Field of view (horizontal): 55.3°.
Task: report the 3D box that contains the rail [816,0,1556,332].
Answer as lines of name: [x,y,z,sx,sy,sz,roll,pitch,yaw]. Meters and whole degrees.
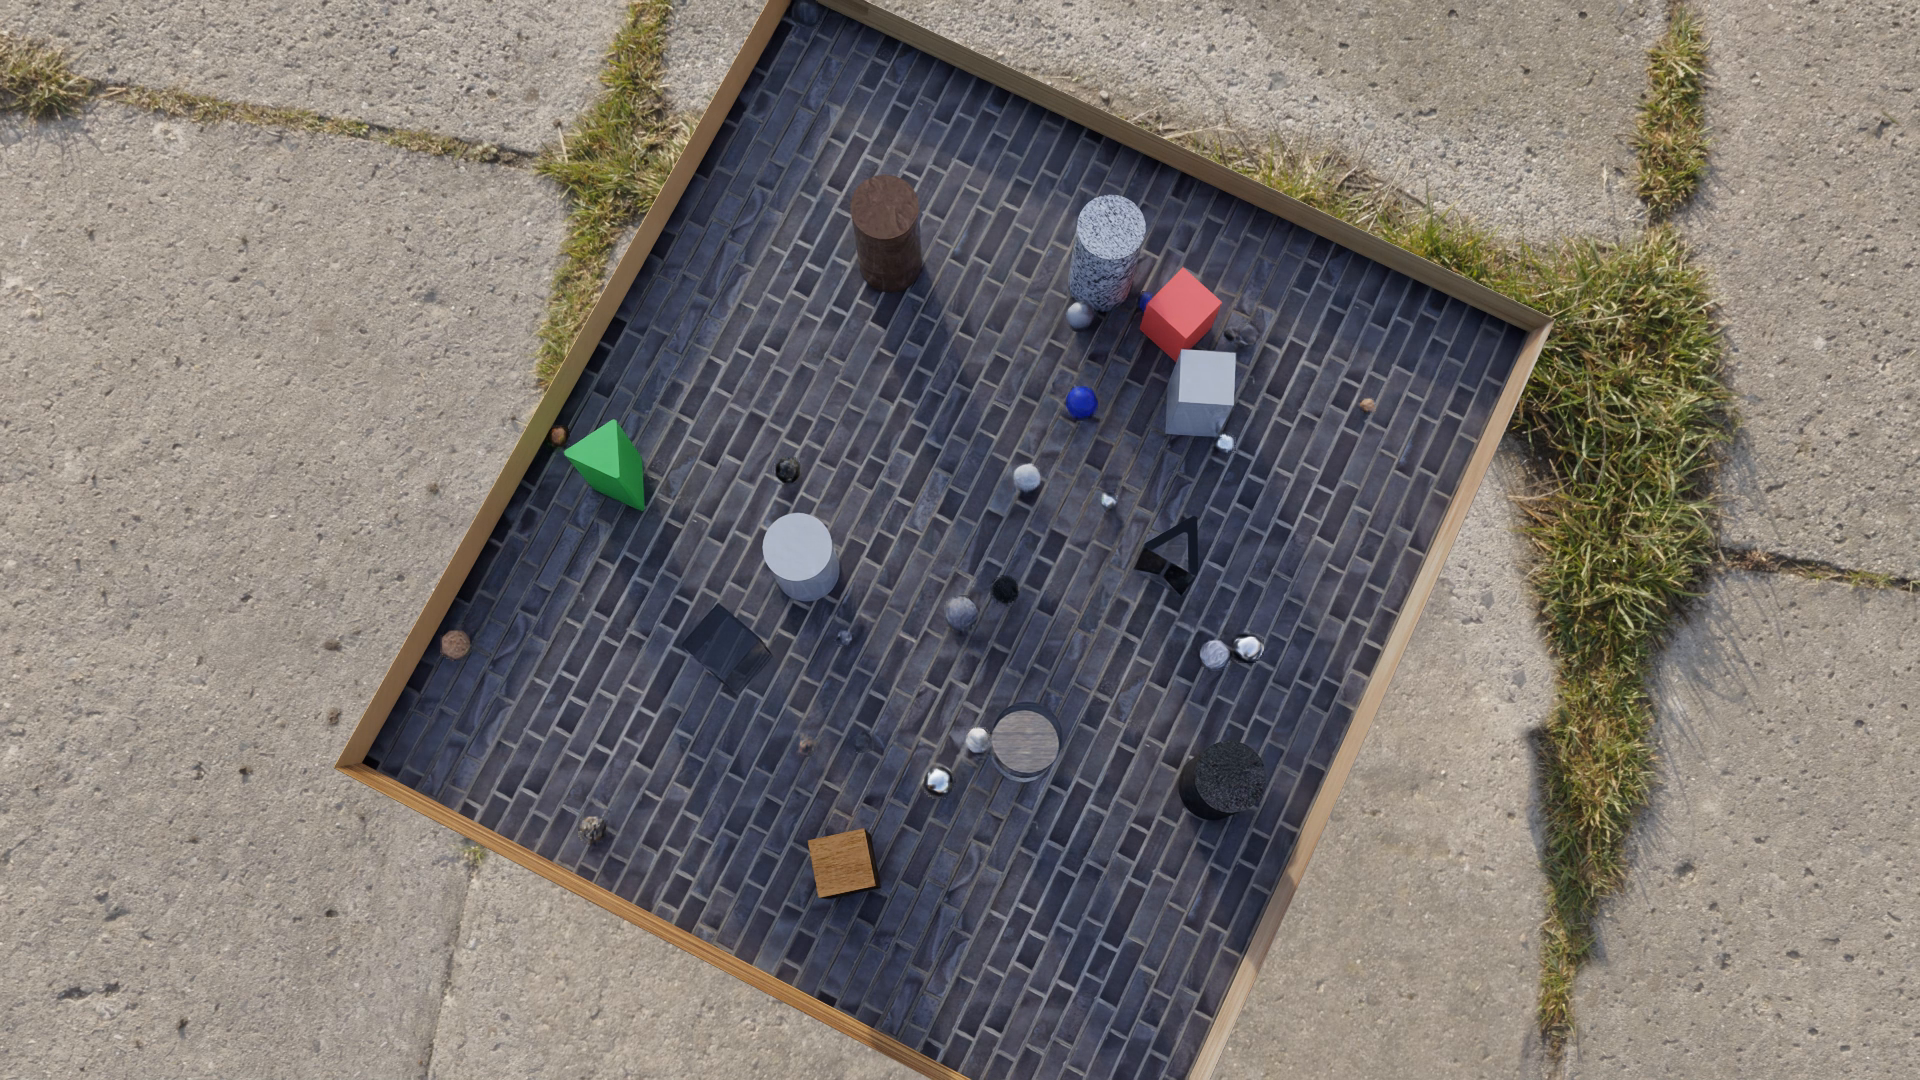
rail: [0.630,-1.226,5.803,2.660,0.130,0.045,26,80,5]

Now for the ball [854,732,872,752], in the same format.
ball: [-0.289,0.602,5.464,0.055,0.055,0.055,0,78,0]

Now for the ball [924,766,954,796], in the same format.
ball: [-0.063,0.715,5.424,0.087,0.087,0.087,0,78,0]

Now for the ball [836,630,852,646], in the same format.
ball: [-0.349,0.296,5.532,0.045,0.045,0.045,0,78,0]

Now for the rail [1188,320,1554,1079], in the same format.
rail: [1.168,0.579,5.429,0.045,0.130,2.863,26,80,5]

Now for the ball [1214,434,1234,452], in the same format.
ball: [0.815,-0.299,5.648,0.060,0.060,0.060,0,78,0]

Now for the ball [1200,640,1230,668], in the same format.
ball: [0.765,0.343,5.501,0.088,0.088,0.088,0,78,0]

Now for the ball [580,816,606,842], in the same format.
ball: [-1.083,0.852,5.402,0.075,0.075,0.075,0,78,0]

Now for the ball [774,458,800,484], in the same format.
ball: [-0.528,-0.212,5.621,0.079,0.079,0.079,0,78,0]

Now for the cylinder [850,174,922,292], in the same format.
cylinder: [-0.220,-0.924,5.571,0.200,0.465,0.200,0,78,0]

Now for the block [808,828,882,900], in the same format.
block: [-0.327,0.929,5.237,0.160,0.367,0.160,-12,79,-2]

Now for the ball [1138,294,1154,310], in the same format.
ball: [0.584,-0.745,5.743,0.055,0.055,0.055,0,78,0]

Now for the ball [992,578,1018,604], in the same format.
ball: [0.137,0.153,5.544,0.080,0.080,0.080,0,78,0]

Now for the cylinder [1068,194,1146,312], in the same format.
cylinder: [0.440,-0.863,5.557,0.200,0.467,0.200,0,78,0]

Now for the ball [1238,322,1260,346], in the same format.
ball: [0.900,-0.643,5.714,0.071,0.071,0.071,0,78,0]

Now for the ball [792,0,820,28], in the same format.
ball: [-0.499,-1.703,5.922,0.092,0.092,0.092,0,78,0]

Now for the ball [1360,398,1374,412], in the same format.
ball: [1.263,-0.418,5.682,0.041,0.041,0.041,0,78,0]

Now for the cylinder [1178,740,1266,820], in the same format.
cylinder: [0.751,0.696,5.277,0.200,0.382,0.200,0,78,0]

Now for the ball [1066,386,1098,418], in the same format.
ball: [0.375,-0.426,5.655,0.098,0.098,0.098,0,78,0]

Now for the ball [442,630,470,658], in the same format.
ball: [-1.516,0.312,5.508,0.086,0.086,0.086,0,78,0]

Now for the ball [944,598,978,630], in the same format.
ball: [0.004,0.222,5.520,0.100,0.100,0.100,0,78,0]

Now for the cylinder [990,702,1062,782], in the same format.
cylinder: [0.189,0.589,5.314,0.200,0.355,0.200,0,78,0]

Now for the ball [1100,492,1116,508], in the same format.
ball: [0.453,-0.122,5.617,0.050,0.050,0.050,0,78,0]

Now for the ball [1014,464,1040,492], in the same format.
ball: [0.205,-0.189,5.613,0.084,0.084,0.084,0,78,0]

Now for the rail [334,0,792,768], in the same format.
rail: [-1.168,-0.565,5.666,0.045,0.130,2.863,26,80,5]

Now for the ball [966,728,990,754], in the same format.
ball: [0.053,0.597,5.455,0.075,0.075,0.075,0,78,0]

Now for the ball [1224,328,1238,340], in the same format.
ball: [0.847,-0.643,5.729,0.040,0.040,0.040,0,78,0]

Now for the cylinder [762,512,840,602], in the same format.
cylinder: [-0.467,0.054,5.429,0.200,0.345,0.200,0,78,0]

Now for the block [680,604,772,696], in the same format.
block: [-0.678,0.324,5.367,0.160,0.357,0.160,39,81,7]

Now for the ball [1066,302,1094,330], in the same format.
ball: [0.375,-0.700,5.718,0.084,0.084,0.084,0,78,0]

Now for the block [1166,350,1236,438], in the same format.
block: [0.722,-0.439,5.524,0.160,0.359,0.160,4,78,1]

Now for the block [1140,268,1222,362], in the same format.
block: [0.676,-0.689,5.634,0.160,0.245,0.160,44,82,8]

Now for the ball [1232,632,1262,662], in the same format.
ball: [0.864,0.321,5.506,0.087,0.087,0.087,0,78,0]

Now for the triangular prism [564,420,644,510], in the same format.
triangular prism: [-1.020,-0.235,5.445,0.173,0.431,0.150,24,79,5]

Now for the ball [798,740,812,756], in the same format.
ball: [-0.463,0.620,5.466,0.044,0.044,0.044,0,78,0]

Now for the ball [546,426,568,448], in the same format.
ball: [-1.241,-0.319,5.649,0.066,0.066,0.066,0,78,0]

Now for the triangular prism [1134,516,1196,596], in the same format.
triangular prism: [0.640,0.030,5.432,0.173,0.349,0.150,30,80,6]

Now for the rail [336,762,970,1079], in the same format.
rail: [-0.630,1.240,5.293,2.660,0.130,0.045,26,80,5]
